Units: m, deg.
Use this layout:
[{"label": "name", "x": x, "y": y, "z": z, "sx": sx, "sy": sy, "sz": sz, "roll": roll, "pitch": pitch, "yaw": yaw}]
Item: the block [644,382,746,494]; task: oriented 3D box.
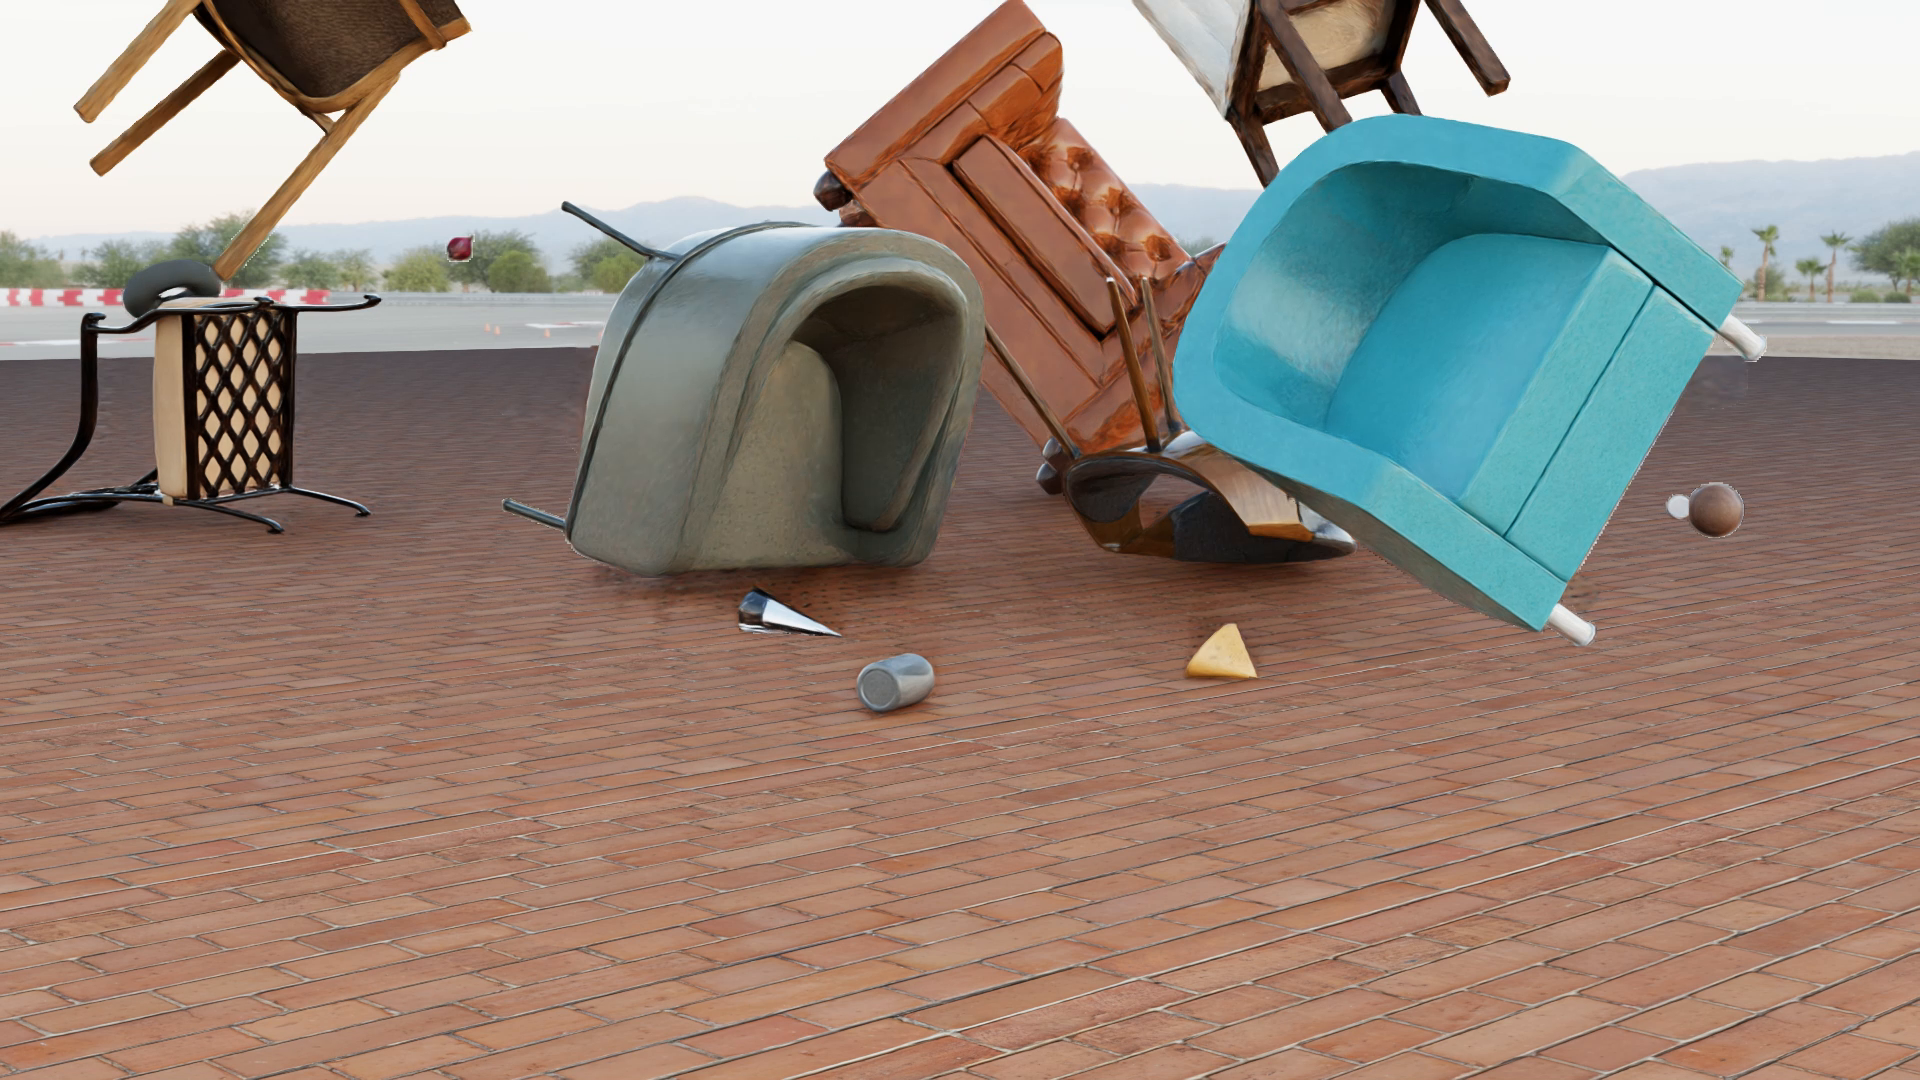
[{"label": "block", "x": -0.806, "y": -0.311, "z": 7.802, "sx": 0.264, "sy": 0.302, "sz": 0.133, "roll": -5, "pitch": 23, "yaw": -24}]

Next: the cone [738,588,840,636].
[{"label": "cone", "x": -0.297, "y": 0.153, "z": 4.720, "sx": 0.189, "sy": 0.083, "sz": 0.130, "roll": 16, "pitch": 0, "yaw": 19}]

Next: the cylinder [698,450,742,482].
[{"label": "cylinder", "x": -0.774, "y": -0.240, "z": 8.278, "sx": 0.094, "sy": 0.094, "sz": 0.111, "roll": -5, "pitch": 15, "yaw": -43}]

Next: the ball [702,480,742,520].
[{"label": "ball", "x": -0.643, "y": -0.108, "z": 6.927, "sx": 0.109, "sy": 0.109, "sz": 0.109, "roll": 0, "pitch": 6, "yaw": 0}]

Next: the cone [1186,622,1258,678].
[{"label": "cone", "x": 0.452, "y": 0.204, "z": 4.229, "sx": 0.092, "sy": 0.085, "sz": 0.172, "roll": 32, "pitch": 33, "yaw": 20}]

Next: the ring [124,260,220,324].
[{"label": "ring", "x": -2.176, "y": -0.685, "z": 7.089, "sx": 0.266, "sy": 0.187, "sz": 0.092, "roll": -16, "pitch": 51, "yaw": -19}]
